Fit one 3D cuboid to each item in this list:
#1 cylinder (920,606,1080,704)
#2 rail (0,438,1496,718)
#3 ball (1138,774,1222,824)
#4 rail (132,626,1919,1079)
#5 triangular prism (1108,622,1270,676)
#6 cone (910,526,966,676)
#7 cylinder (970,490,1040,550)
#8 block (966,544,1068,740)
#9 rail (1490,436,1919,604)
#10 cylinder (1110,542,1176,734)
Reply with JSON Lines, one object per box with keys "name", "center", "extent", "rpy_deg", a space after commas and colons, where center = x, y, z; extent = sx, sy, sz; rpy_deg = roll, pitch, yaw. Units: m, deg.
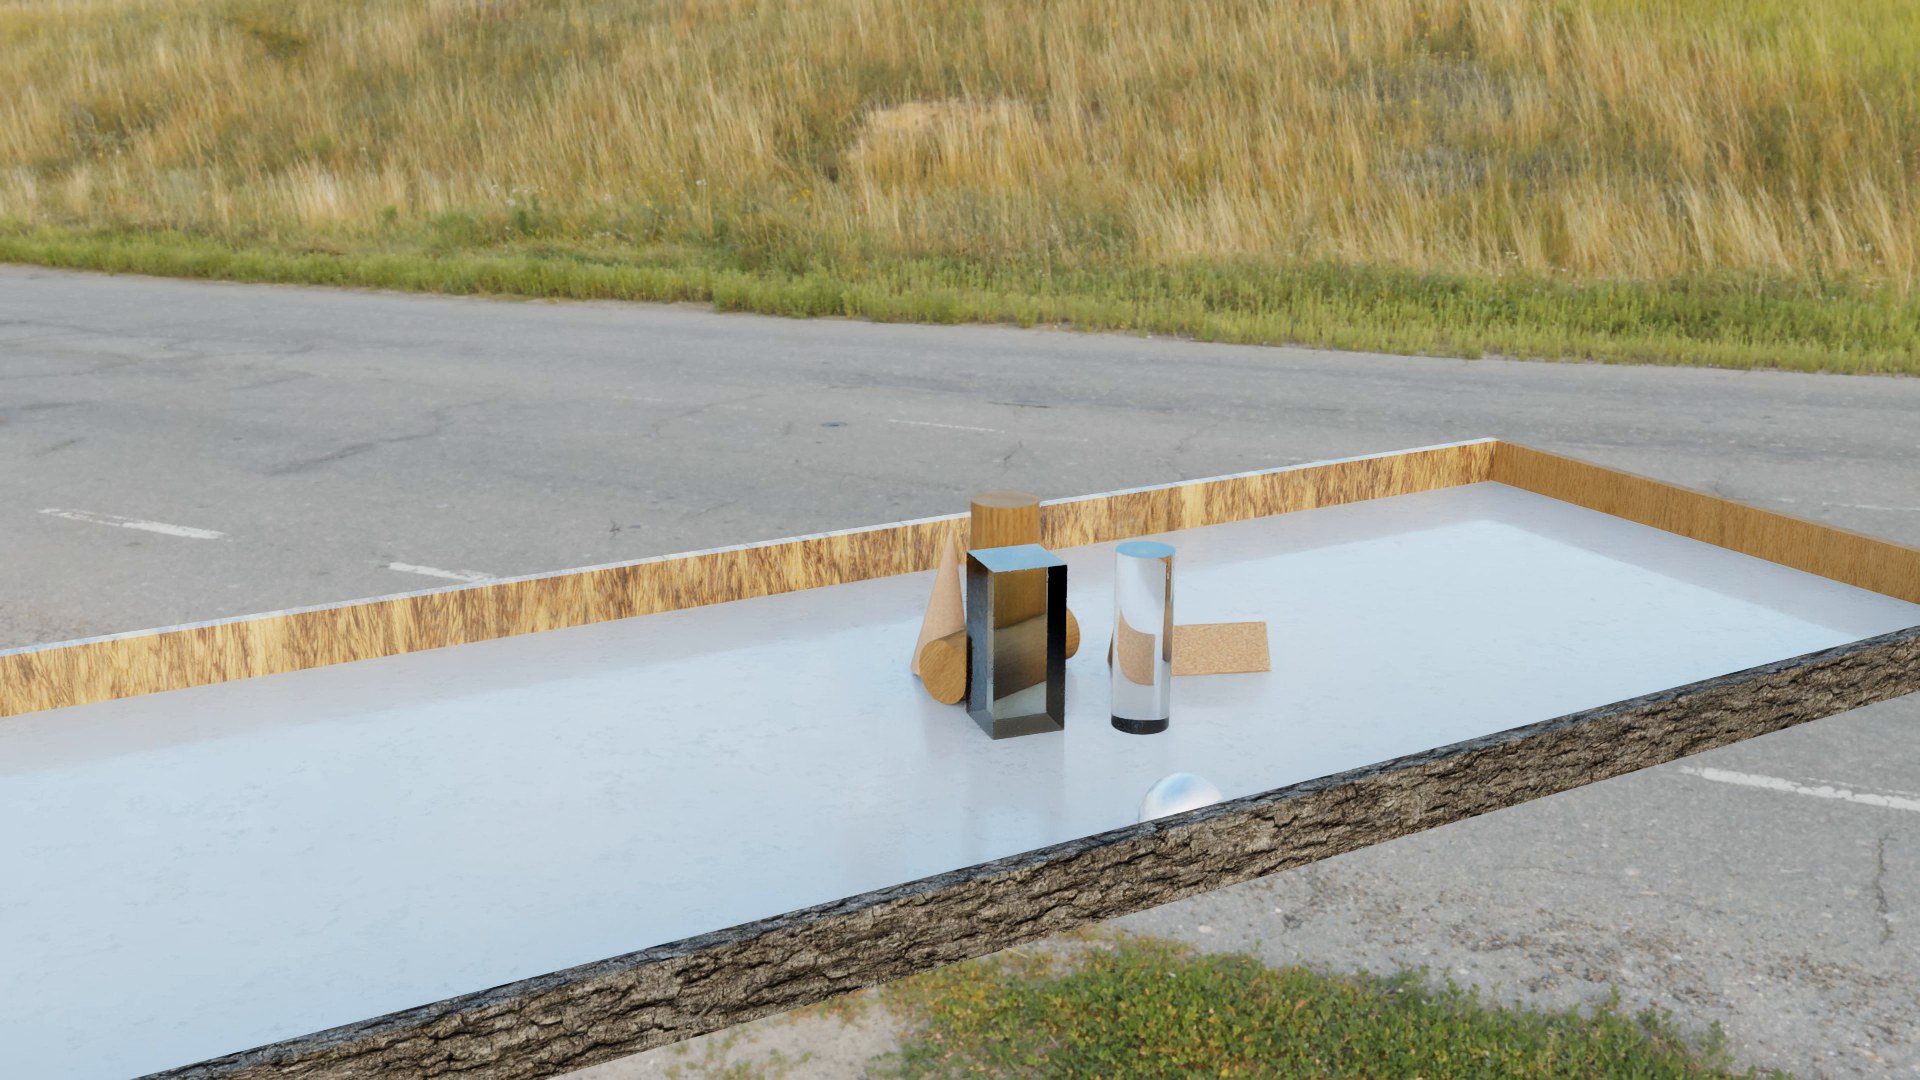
{"name": "cylinder", "center": [0.104, 0.277, 4.129], "extent": [0.161, 0.161, 0.421], "rpy_deg": [15, 22, 42]}
{"name": "rail", "center": [-3.305, 0.497, 3.399], "extent": [12.000, 0.150, 0.050], "rpy_deg": [-9, 18, -27]}
{"name": "ball", "center": [0.432, 0.541, 3.212], "extent": [0.171, 0.171, 0.171], "rpy_deg": [0, 16, 0]}
{"name": "rail", "center": [-2.336, 1.006, 1.665], "extent": [12.000, 0.150, 0.050], "rpy_deg": [-9, 18, -27]}
{"name": "triangular prism", "center": [0.587, 0.270, 4.228], "extent": [0.397, 0.111, 0.129], "rpy_deg": [-2, 17, -7]}
{"name": "cone", "center": [-0.034, 0.143, 4.157], "extent": [0.158, 0.391, 0.158], "rpy_deg": [4, 16, -1]}
{"name": "cylinder", "center": [0.116, 0.087, 4.341], "extent": [0.180, 0.404, 0.180], "rpy_deg": [0, 17, 0]}
{"name": "block", "center": [0.129, 0.234, 3.842], "extent": [0.179, 0.404, 0.179], "rpy_deg": [-6, 17, -19]}
{"name": "rail", "center": [2.466, -0.048, 5.253], "extent": [0.050, 0.150, 2.100], "rpy_deg": [-9, 18, -27]}
{"name": "cylinder", "center": [0.424, 0.227, 3.825], "extent": [0.137, 0.427, 0.137], "rpy_deg": [0, 16, 0]}
